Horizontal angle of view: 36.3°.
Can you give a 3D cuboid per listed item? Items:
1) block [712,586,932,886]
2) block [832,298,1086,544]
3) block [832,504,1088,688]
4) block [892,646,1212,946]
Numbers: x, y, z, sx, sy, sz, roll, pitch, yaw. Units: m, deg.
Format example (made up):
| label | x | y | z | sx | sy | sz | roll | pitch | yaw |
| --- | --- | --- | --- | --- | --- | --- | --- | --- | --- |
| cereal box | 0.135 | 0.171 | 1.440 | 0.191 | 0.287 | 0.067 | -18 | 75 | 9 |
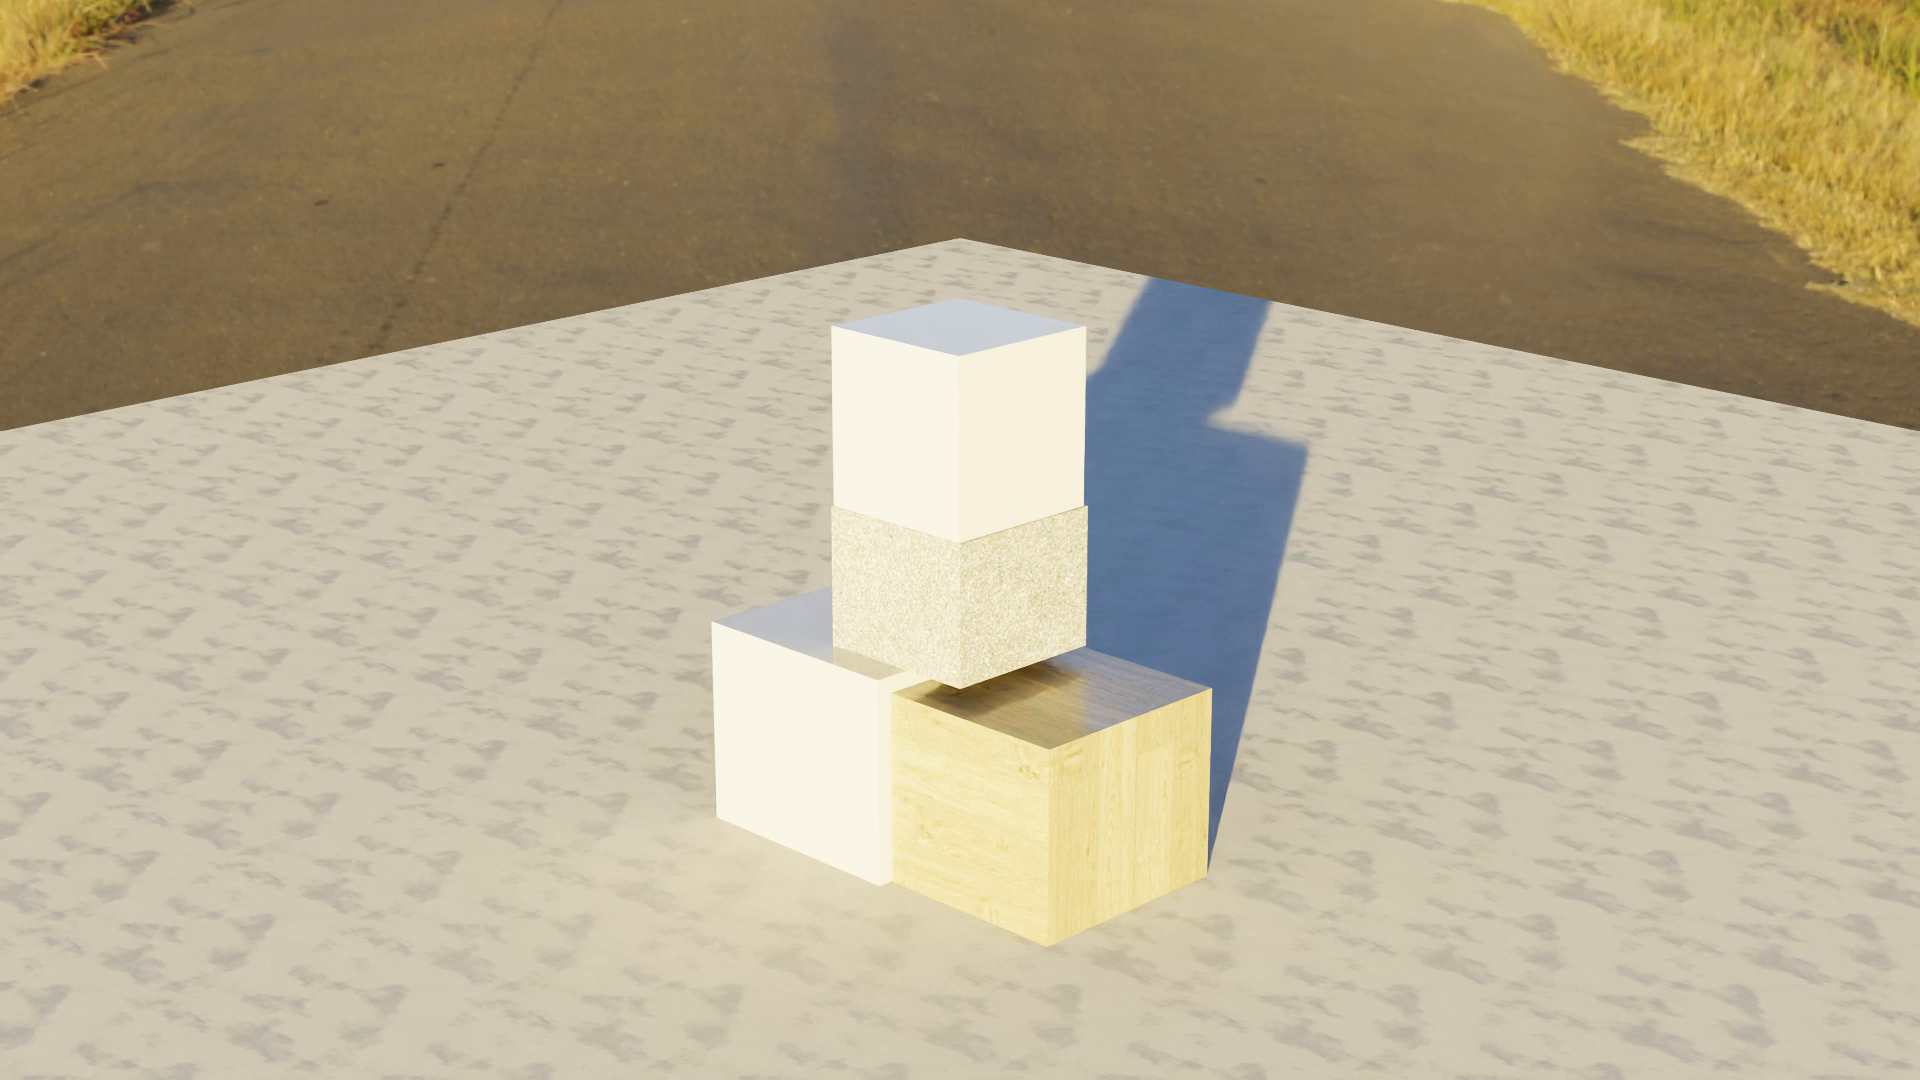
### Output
| label | x | y | z | sx | sy | sz | roll | pitch | yaw |
| --- | --- | --- | --- | --- | --- | --- | --- | --- | --- |
| block | -0.350 | 0.854 | 13.969 | 1.181 | 0.994 | 1.136 | -17 | 24 | -42 |
| block | -0.005 | -0.553 | 13.162 | 0.799 | 0.835 | 0.801 | -17 | 24 | -42 |
| block | -0.003 | 0.164 | 13.390 | 0.818 | 0.670 | 0.826 | -17 | 24 | -42 |
| block | 0.413 | 1.113 | 13.275 | 1.064 | 0.916 | 0.969 | -17 | 24 | -42 |
